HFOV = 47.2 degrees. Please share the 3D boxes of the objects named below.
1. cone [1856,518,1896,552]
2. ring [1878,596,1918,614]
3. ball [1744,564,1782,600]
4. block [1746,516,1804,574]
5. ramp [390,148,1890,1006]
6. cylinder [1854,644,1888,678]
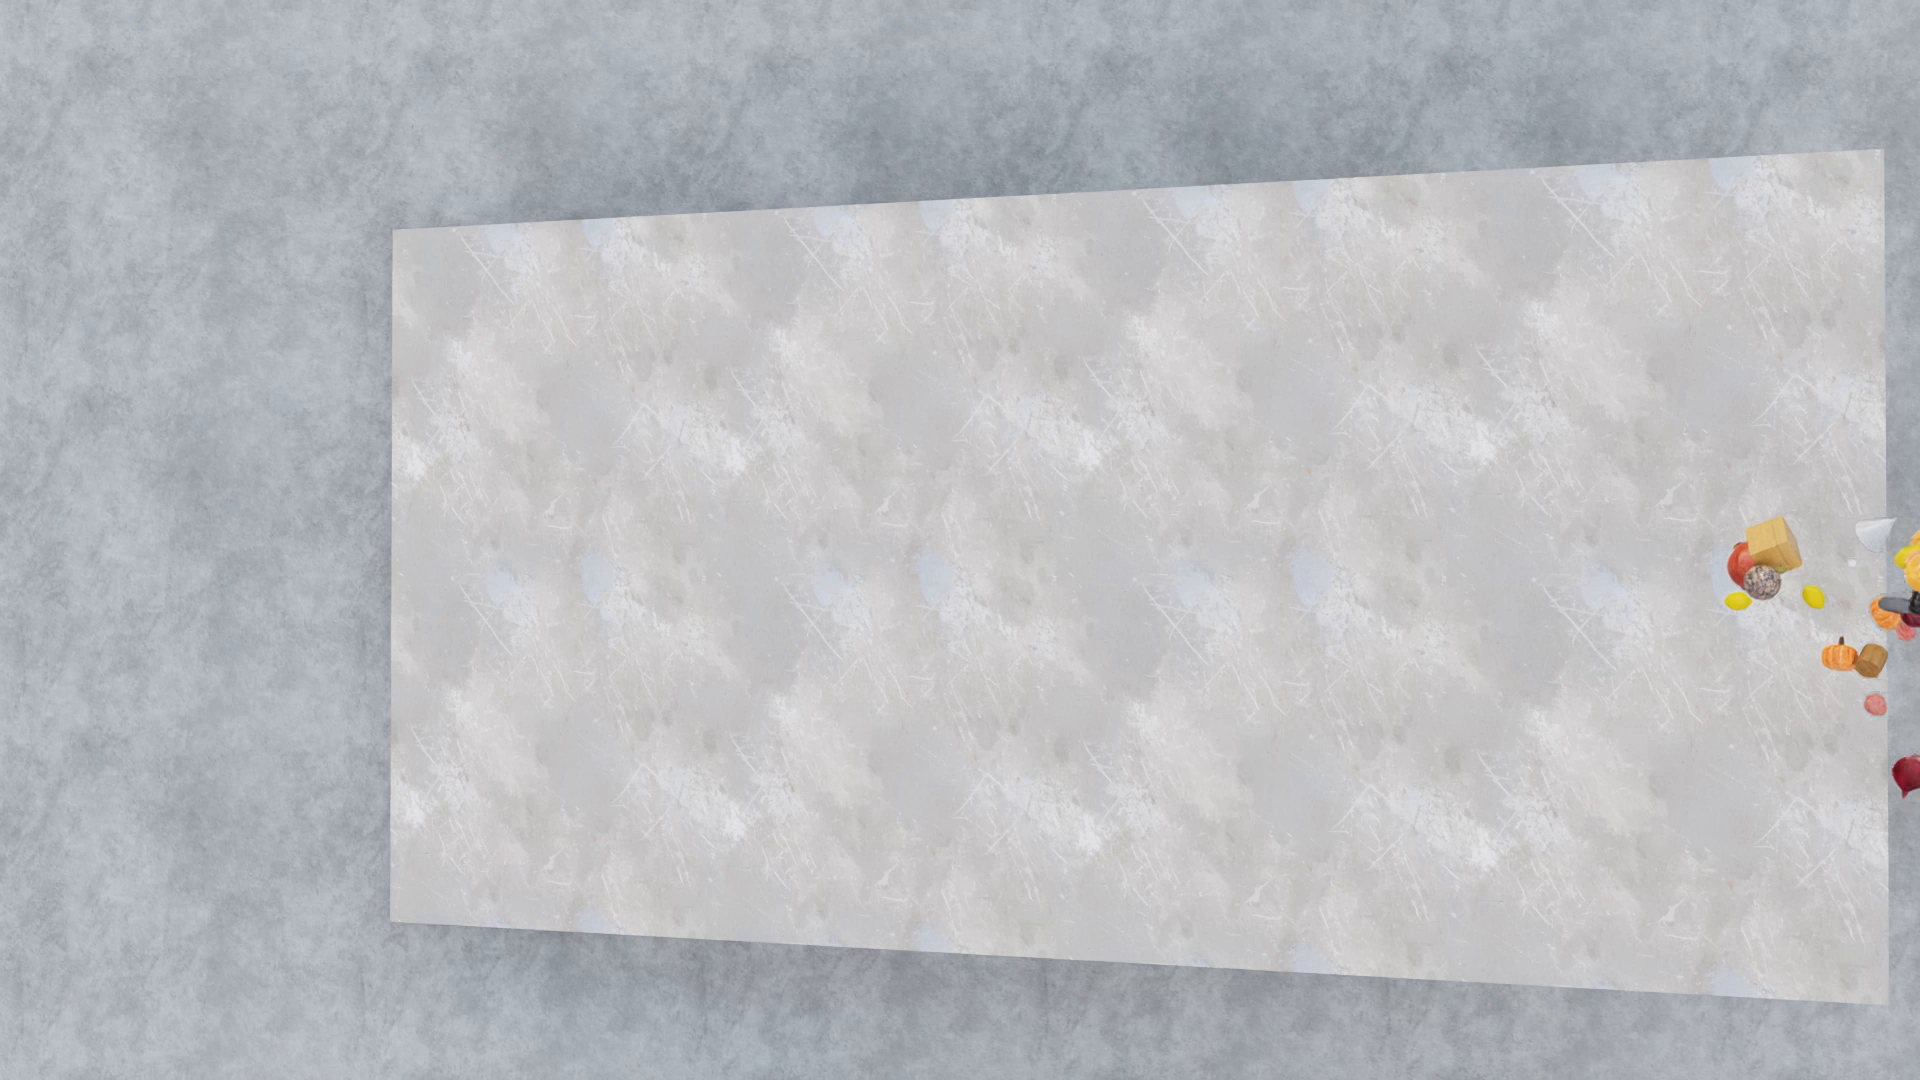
[{"bbox_3d":[2.018,-0.027,4.809,0.078,0.078,0.078,17,51,-22],"label":"cone"},{"bbox_3d":[1.900,0.132,4.451,0.077,0.077,0.026,4,99,0],"label":"ring"},{"bbox_3d":[1.713,0.091,4.693,0.077,0.077,0.077,0,89,0],"label":"ball"},{"bbox_3d":[1.753,0.016,4.736,0.082,0.082,0.082,-24,125,28],"label":"block"},{"bbox_3d":[0.275,0.093,5.795,4.000,0.100,2.000,0,89,18],"label":"ramp"},{"bbox_3d":[2.008,0.266,4.844,0.054,0.054,0.054,41,58,1],"label":"cylinder"}]
